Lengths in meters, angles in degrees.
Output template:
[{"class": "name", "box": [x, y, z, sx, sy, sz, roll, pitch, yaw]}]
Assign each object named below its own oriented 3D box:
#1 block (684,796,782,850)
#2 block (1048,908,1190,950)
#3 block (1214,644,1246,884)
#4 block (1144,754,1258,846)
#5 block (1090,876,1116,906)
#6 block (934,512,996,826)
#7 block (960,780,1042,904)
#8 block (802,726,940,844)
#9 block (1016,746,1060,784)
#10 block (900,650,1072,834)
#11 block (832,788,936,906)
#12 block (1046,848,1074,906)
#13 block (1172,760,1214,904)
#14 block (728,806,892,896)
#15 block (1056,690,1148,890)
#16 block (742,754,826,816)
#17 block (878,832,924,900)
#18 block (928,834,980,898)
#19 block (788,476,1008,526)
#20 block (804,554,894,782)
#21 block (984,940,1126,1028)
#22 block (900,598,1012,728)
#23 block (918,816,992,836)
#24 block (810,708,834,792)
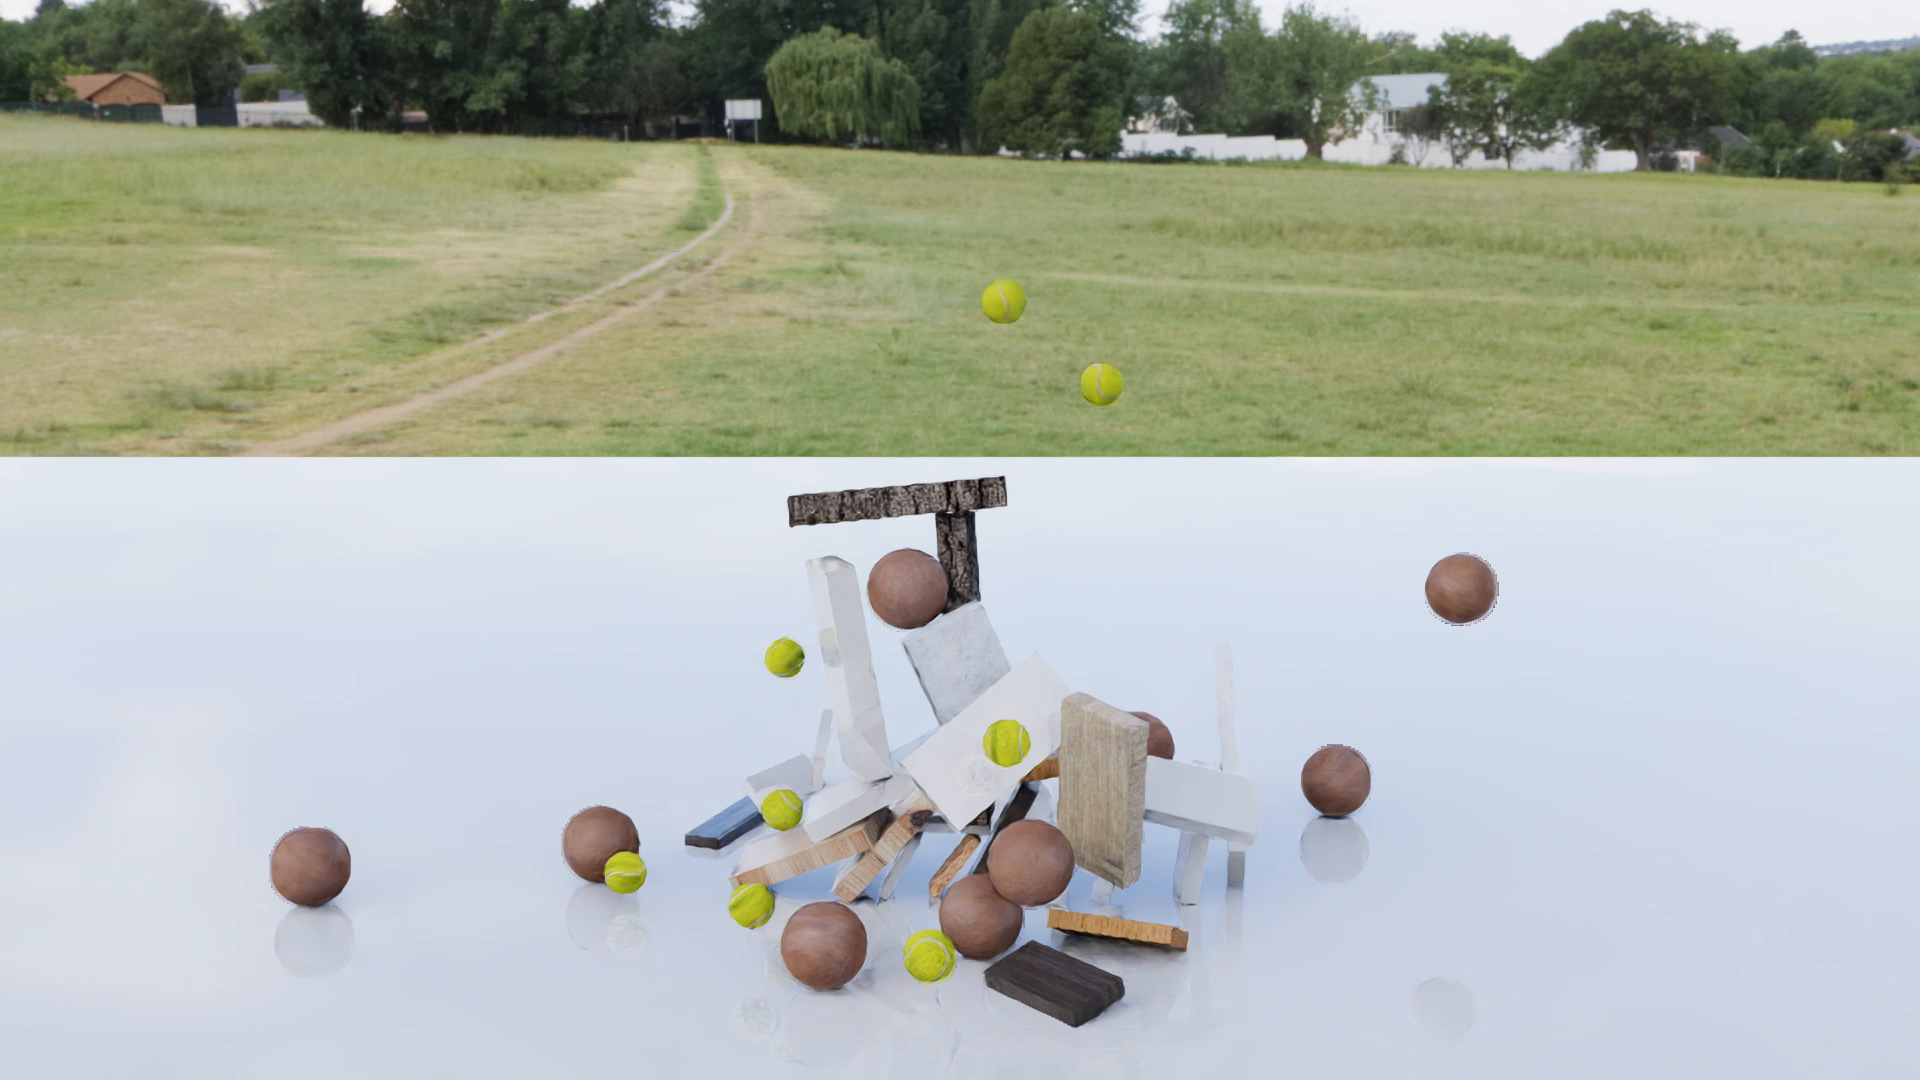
[{"class": "block", "box": [-0.380, 0.499, 4.104, 0.070, 0.020, 0.436, 4, 11, 20]}, {"class": "block", "box": [0.245, 0.604, 3.408, 0.198, 0.028, 0.099, 4, -14, 22]}, {"class": "block", "box": [0.468, 0.383, 3.824, 0.028, 0.099, 0.443, -1, 48, 4]}, {"class": "block", "box": [0.371, 0.413, 3.519, 0.214, 0.030, 0.107, 14, 47, -8]}, {"class": "block", "box": [0.260, 0.482, 3.600, 0.030, 0.214, 0.107, 17, 33, 11]}, {"class": "block", "box": [0.010, 0.209, 3.665, 0.049, 0.511, 0.174, -4, 1, 5]}, {"class": "block", "box": [0.069, 0.490, 3.644, 0.031, 0.216, 0.108, 28, 12, 1]}, {"class": "block", "box": [-0.134, 0.403, 3.637, 0.260, 0.037, 0.130, -29, 12, 9]}, {"class": "block", "box": [0.168, 0.358, 3.599, 0.216, 0.031, 0.108, -12, 7, 17]}, {"class": "block", "box": [0.056, 0.313, 3.413, 0.275, 0.138, 0.039, -39, -6, -12]}, {"class": "block", "box": [-0.108, 0.481, 3.650, 0.037, 0.260, 0.130, 41, 9, -5]}, {"class": "block", "box": [0.183, 0.483, 3.638, 0.031, 0.216, 0.108, 13, 14, 1]}, {"class": "block", "box": [0.391, 0.484, 3.649, 0.030, 0.214, 0.107, 9, 10, -3]}, {"class": "block", "box": [-0.250, 0.509, 3.667, 0.260, 0.037, 0.130, -22, 14, 19]}, {"class": "block", "box": [0.215, 0.381, 3.351, 0.138, 0.277, 0.039, 23, 33, 39]}, {"class": "block", "box": [-0.306, 0.425, 3.829, 0.140, 0.070, 0.020, -20, -23, -44]}, {"class": "block", "box": [-0.098, 0.537, 3.653, 0.017, 0.118, 0.059, 29, 11, -2]}, {"class": "block", "box": [-0.009, 0.538, 3.660, 0.017, 0.118, 0.059, 38, 5, -6]}, {"class": "block", "box": [-0.106, -0.063, 3.619, 0.348, 0.049, 0.174, -5, 0, -6]}, {"class": "block", "box": [-0.183, 0.208, 3.606, 0.049, 0.348, 0.174, -12, 8, -14]}, {"class": "block", "box": [0.137, 0.647, 3.215, 0.099, 0.028, 0.198, -26, 24, -33]}, {"class": "block", "box": [0.024, 0.248, 3.519, 0.138, 0.275, 0.039, -28, 19, -10]}, {"class": "block", "box": [-0.007, 0.475, 3.660, 0.118, 0.017, 0.059, 2, 4, 4]}, {"class": "block", "box": [-0.235, 0.357, 3.739, 0.020, 0.070, 0.140, 8, 32, -1]}]
